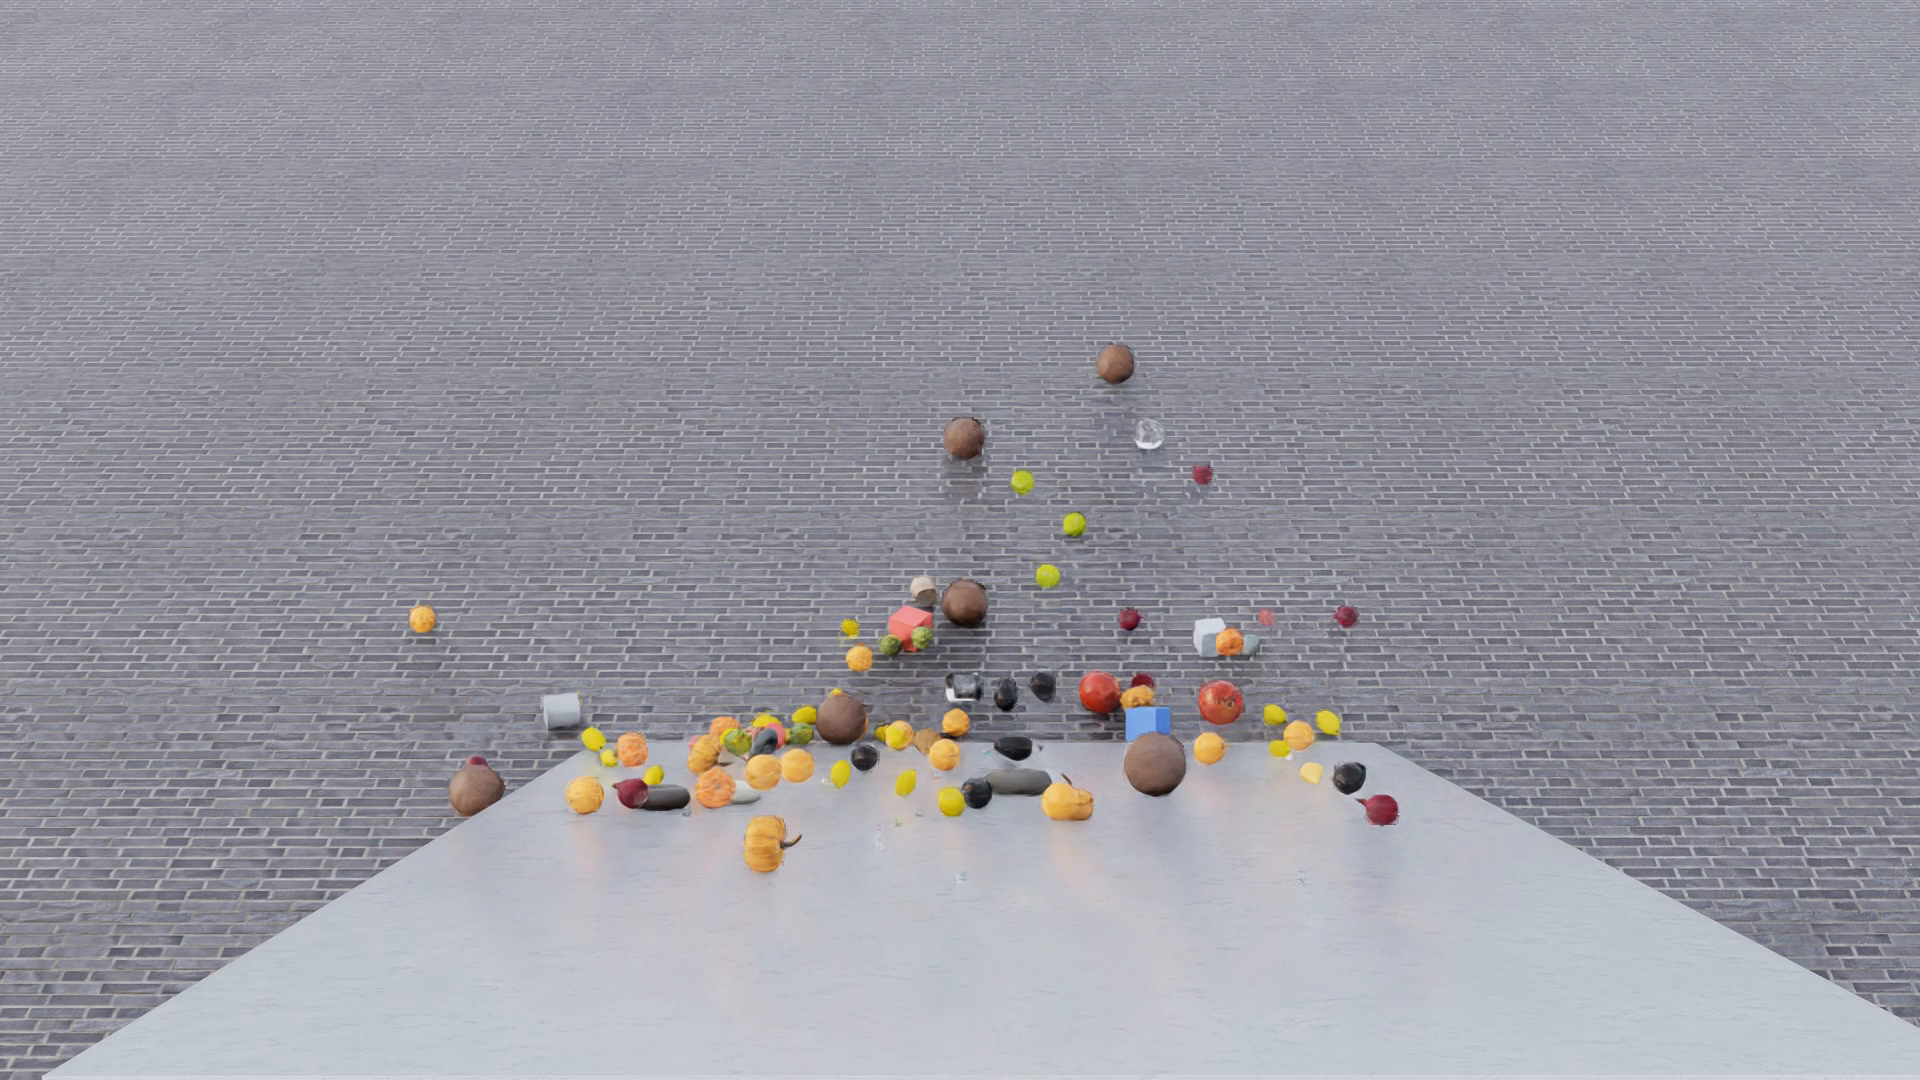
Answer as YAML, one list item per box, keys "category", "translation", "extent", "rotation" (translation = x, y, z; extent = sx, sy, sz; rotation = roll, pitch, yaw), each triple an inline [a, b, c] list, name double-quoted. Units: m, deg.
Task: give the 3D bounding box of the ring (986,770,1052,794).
- category: "ring"
  translation: [0.121, 0.504, 5.392]
  extent: [0.139, 0.046, 0.139]
  rotation: [0, -2, 0]

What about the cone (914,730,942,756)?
- category: "cone"
  translation: [-0.080, 0.506, 6.271]
  extent: [0.069, 0.069, 0.069]
  rotation: [2, 27, 4]

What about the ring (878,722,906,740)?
- category: "ring"
  translation: [-0.179, 0.503, 6.803]
  extent: [0.079, 0.026, 0.079]
  rotation: [-3, 19, 1]

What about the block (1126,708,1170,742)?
- category: "block"
  translation: [0.488, 0.478, 6.711]
  extent: [0.084, 0.084, 0.084]
  rotation: [-1, -1, 31]

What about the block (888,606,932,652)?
- category: "block"
  translation: [-0.139, 0.248, 7.213]
  extent: [0.086, 0.086, 0.086]
  rotation: [16, 33, 27]

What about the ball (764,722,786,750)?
- category: "ball"
  translation: [-0.464, 0.488, 6.421]
  extent: [0.067, 0.067, 0.067]
  rotation: [0, 29, 0]

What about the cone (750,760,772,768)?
- category: "cone"
  translation: [-0.460, 0.497, 5.964]
  extent: [0.053, 0.053, 0.053]
  rotation: [0, 0, 0]

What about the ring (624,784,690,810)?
- category: "ring"
  translation: [-0.599, 0.508, 5.113]
  extent: [0.129, 0.043, 0.129]
  rotation: [1, 0, 0]

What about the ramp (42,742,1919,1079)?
- category: "ramp"
  translation: [0.065, 0.582, 4.629]
  extent: [2.000, 0.100, 4.000]
  rotation: [0, 0, 0]

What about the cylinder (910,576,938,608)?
- category: "cylinder"
  translation: [-0.103, 0.148, 7.401]
  extent: [0.065, 0.065, 0.065]
  rotation: [-9, 34, -15]

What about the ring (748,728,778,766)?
- category: "ring"
  translation: [-0.448, 0.470, 5.883]
  extent: [0.031, 0.094, 0.094]
  rotation: [29, 38, 20]

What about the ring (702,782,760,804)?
- category: "ring"
  translation: [-0.460, 0.510, 5.205]
  extent: [0.117, 0.039, 0.117]
  rotation: [-1, 1, 0]

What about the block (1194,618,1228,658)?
- category: "block"
  translation: [0.698, 0.271, 7.182]
  extent: [0.075, 0.075, 0.075]
  rotation: [-5, 29, -9]

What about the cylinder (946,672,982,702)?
- category: "cylinder"
  translation: [0.010, 0.394, 6.920]
  extent: [0.076, 0.076, 0.076]
  rotation: [0, 27, -23]

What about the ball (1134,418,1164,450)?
- category: "ball"
  translation: [0.603, -0.338, 8.258]
  extent: [0.099, 0.099, 0.099]
  rotation: [0, 29, 0]

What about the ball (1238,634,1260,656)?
- category: "ball"
  translation: [0.802, 0.291, 7.161]
  extent: [0.062, 0.062, 0.062]
  rotation: [0, 29, 0]

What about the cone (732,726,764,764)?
- category: "cone"
  translation: [-0.482, 0.501, 6.027]
  extent: [0.099, 0.099, 0.099]
  rotation: [-1, 27, -2]
